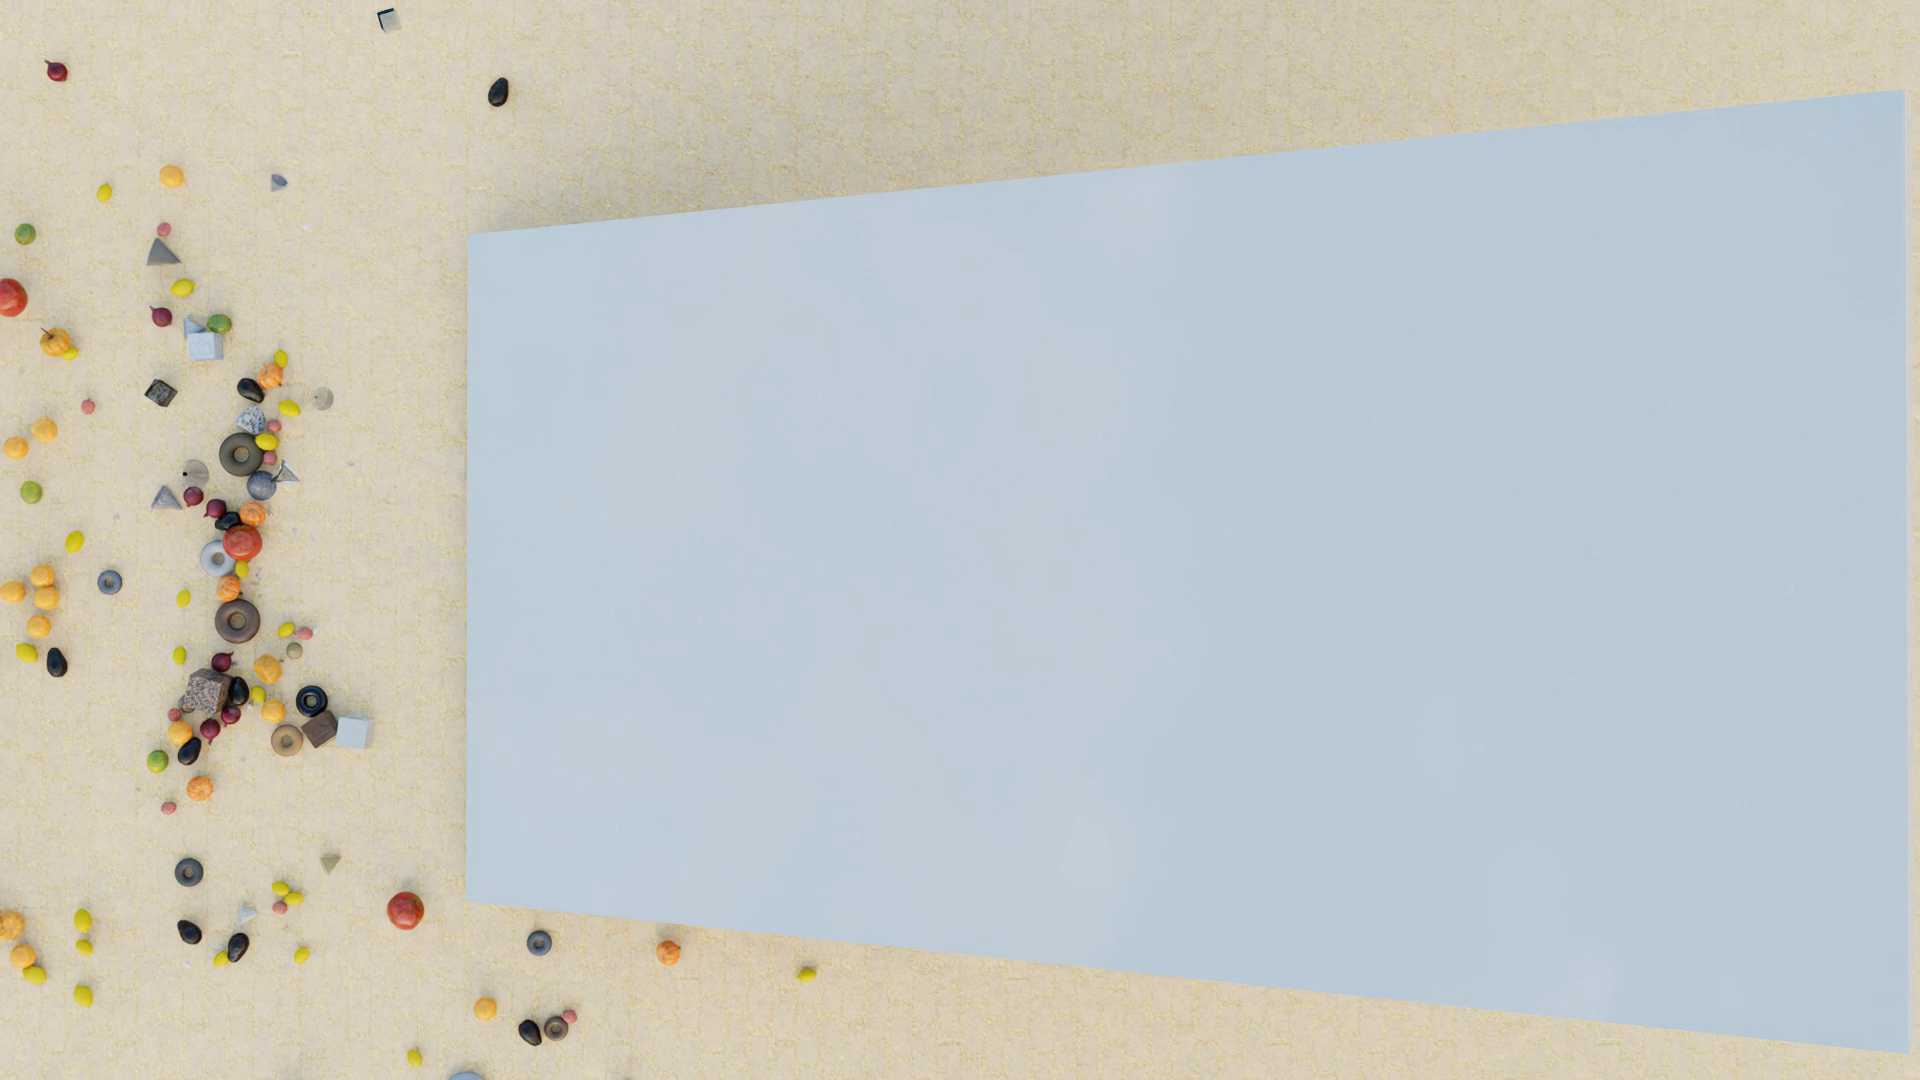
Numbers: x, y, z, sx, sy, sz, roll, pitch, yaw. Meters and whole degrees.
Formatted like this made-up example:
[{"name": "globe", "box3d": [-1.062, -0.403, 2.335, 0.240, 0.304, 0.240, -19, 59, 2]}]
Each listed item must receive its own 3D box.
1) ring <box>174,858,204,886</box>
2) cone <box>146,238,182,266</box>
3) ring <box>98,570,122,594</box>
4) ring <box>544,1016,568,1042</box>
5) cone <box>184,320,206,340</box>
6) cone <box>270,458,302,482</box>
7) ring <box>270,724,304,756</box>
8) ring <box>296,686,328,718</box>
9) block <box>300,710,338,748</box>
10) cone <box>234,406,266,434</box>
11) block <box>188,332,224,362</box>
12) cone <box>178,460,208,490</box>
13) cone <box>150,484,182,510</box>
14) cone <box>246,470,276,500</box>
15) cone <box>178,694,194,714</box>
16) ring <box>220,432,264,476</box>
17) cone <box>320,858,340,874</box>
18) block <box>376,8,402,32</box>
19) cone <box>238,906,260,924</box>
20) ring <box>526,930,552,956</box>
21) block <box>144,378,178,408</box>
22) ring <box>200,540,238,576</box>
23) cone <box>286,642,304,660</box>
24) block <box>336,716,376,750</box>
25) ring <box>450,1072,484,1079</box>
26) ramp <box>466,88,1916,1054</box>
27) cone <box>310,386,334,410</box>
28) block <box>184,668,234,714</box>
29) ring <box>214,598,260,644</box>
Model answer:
[{"name": "ring", "box3d": [-2.334, 1.007, 6.658, 0.087, 0.029, 0.087, 0, 88, -1]}, {"name": "cone", "box3d": [-2.406, -0.857, 6.669, 0.093, 0.093, 0.093, 21, 89, -26]}, {"name": "ring", "box3d": [-2.578, 0.129, 6.669, 0.075, 0.025, 0.075, 0, 91, -1]}, {"name": "ring", "box3d": [-1.222, 1.479, 6.656, 0.075, 0.025, 0.075, 0, 89, -1]}, {"name": "cone", "box3d": [-2.319, -0.640, 6.674, 0.062, 0.062, 0.062, -6, 89, -27]}, {"name": "cone", "box3d": [-2.032, -0.193, 6.666, 0.081, 0.081, 0.081, 28, 89, -26]}, {"name": "ring", "box3d": [-2.038, 0.608, 6.660, 0.098, 0.033, 0.098, 0, 88, 0]}, {"name": "ring", "box3d": [-1.964, 0.489, 6.661, 0.098, 0.033, 0.098, 0, 89, 1]}, {"name": "block", "box3d": [-1.924, 0.572, 6.637, 0.080, 0.080, 0.080, -34, 90, 0]}, {"name": "cone", "box3d": [-2.170, -0.360, 6.666, 0.086, 0.086, 0.086, -5, 89, 27]}, {"name": "block", "box3d": [-2.280, -0.584, 6.649, 0.077, 0.077, 0.077, -4, 89, 0]}, {"name": "cone", "box3d": [-2.331, -0.198, 6.636, 0.096, 0.096, 0.096, 0, 89, 0]}, {"name": "cone", "box3d": [-2.393, -0.111, 6.665, 0.083, 0.083, 0.083, 33, 89, -26]}, {"name": "cone", "box3d": [-2.122, -0.166, 6.638, 0.092, 0.092, 0.092, 0, 89, 0]}, {"name": "cone", "box3d": [-2.345, 0.497, 6.648, 0.058, 0.058, 0.058, 0, 89, 0]}, {"name": "ring", "box3d": [-2.177, -0.259, 6.662, 0.135, 0.045, 0.135, 0, 88, 0]}, {"name": "cone", "box3d": [-1.899, 0.974, 6.659, 0.060, 0.060, 0.060, -27, 89, -27]}, {"name": "block", "box3d": [-1.731, -1.576, 6.671, 0.052, 0.052, 0.052, -17, 89, 0]}, {"name": "cone", "box3d": [-2.149, 1.133, 6.659, 0.057, 0.057, 0.057, -2, 89, -27]}, {"name": "ring", "box3d": [-1.274, 1.221, 6.658, 0.077, 0.026, 0.077, 0, 88, 0]}, {"name": "block", "box3d": [-2.419, -0.444, 6.656, 0.060, 0.060, 0.060, 34, 90, 0]}, {"name": "ring", "box3d": [-2.245, 0.056, 6.663, 0.112, 0.037, 0.112, 0, 91, -1]}, {"name": "cone", "box3d": [-2.021, 0.336, 6.653, 0.052, 0.052, 0.052, 0, 89, 0]}, {"name": "block", "box3d": [-1.824, 0.580, 6.633, 0.086, 0.086, 0.086, 8, 89, 0]}, {"name": "ring", "box3d": [-1.491, 1.679, 6.642, 0.146, 0.049, 0.146, 0, 89, 1]}, {"name": "ramp", "box3d": [0.267, 0.074, 5.618, 4.000, 0.100, 2.000, 0, 89, 31]}, {"name": "cone", "box3d": [-1.940, -0.430, 6.650, 0.072, 0.072, 0.072, 0, 89, 0]}, {"name": "block", "box3d": [-2.263, 0.455, 6.621, 0.099, 0.099, 0.099, 15, 99, 0]}, {"name": "ring", "box3d": [-2.187, 0.246, 6.658, 0.137, 0.046, 0.137, 0, 90, -1]}]
